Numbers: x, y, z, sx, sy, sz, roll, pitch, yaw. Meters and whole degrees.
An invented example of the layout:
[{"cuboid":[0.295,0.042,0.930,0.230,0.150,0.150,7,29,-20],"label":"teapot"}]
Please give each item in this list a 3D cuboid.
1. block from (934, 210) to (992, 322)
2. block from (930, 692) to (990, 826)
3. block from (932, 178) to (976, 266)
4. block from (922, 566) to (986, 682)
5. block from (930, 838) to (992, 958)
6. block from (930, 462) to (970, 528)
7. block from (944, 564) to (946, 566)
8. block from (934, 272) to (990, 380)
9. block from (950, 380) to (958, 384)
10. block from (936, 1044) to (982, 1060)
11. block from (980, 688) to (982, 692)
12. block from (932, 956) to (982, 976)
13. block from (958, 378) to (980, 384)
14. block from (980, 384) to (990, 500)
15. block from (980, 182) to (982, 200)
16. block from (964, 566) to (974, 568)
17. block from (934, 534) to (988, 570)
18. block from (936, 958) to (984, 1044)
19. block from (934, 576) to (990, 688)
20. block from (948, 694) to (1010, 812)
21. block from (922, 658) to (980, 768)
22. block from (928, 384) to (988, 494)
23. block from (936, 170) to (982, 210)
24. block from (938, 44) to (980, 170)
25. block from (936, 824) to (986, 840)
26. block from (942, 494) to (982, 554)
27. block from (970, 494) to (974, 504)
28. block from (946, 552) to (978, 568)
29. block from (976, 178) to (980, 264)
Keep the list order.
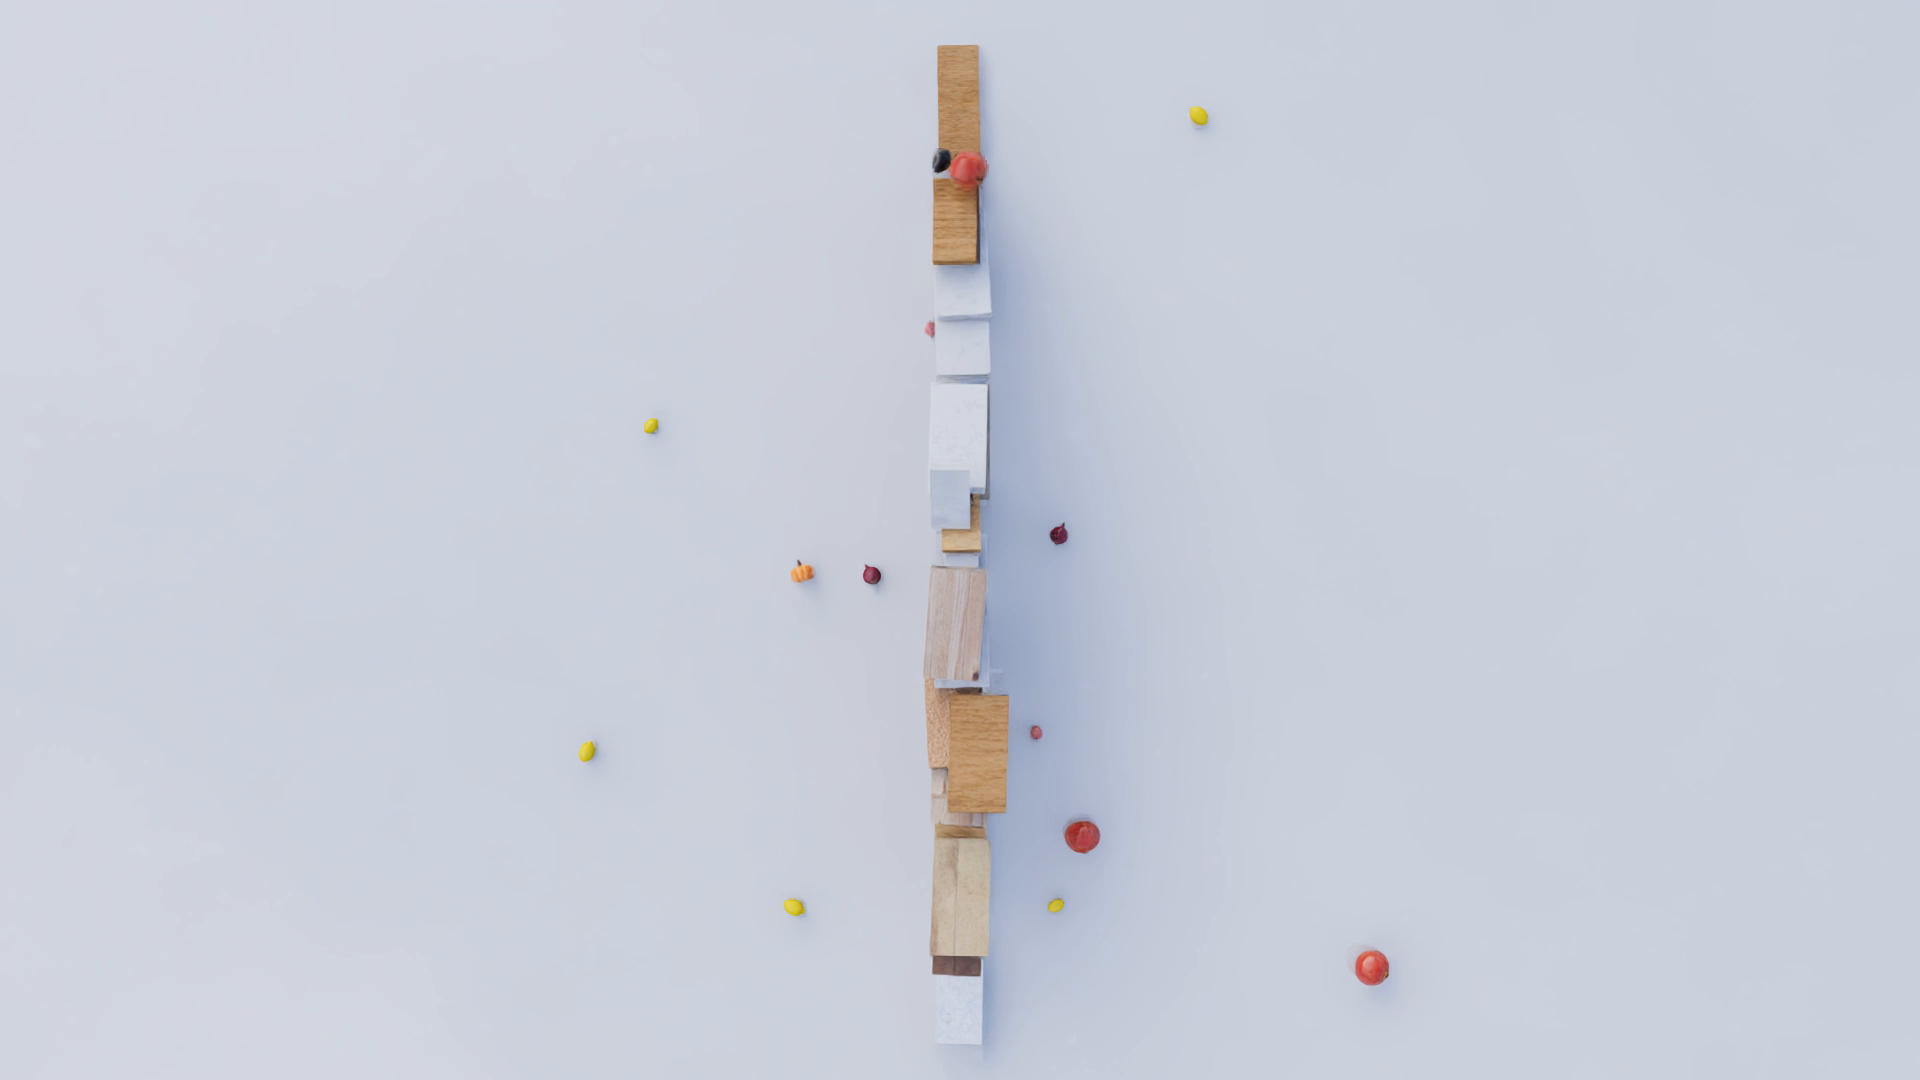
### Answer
[{"cuboid":[0.005,-0.877,5.277,0.172,0.049,0.344,-3,79,0],"label":"block"},{"cuboid":[0.001,0.682,5.150,0.178,0.050,0.410,1,87,0],"label":"block"},{"cuboid":[-0.017,-1.007,5.217,0.138,0.039,0.275,0,79,1],"label":"block"},{"cuboid":[-0.016,0.252,4.983,0.169,0.048,0.338,4,101,0],"label":"block"},{"cuboid":[0.002,1.108,5.112,0.178,0.050,0.355,2,72,0],"label":"block"},{"cuboid":[-0.029,-0.132,4.922,0.118,0.033,0.236,0,134,1],"label":"block"},{"cuboid":[0.003,0.123,5.063,0.101,0.029,0.234,2,83,0],"label":"block"},{"cuboid":[0.005,-0.728,5.298,0.172,0.049,0.421,-2,79,0],"label":"block"},{"cuboid":[-0.002,-0.508,5.434,0.066,0.132,0.019,0,90,0],"label":"block"},{"cuboid":[-0.001,1.383,5.478,0.153,0.043,0.673,0,90,0],"label":"block"},{"cuboid":[0.000,0.458,5.206,0.137,0.039,0.274,-1,90,0],"label":"block"},{"cuboid":[-0.005,1.218,5.198,0.153,0.043,0.306,2,97,0],"label":"block"},{"cuboid":[0.026,-0.547,5.300,0.066,0.019,0.132,-6,75,-1],"label":"block"},{"cuboid":[0.004,-0.304,5.118,0.178,0.050,0.356,0,90,0],"label":"block"},{"cuboid":[-0.002,-1.032,5.440,0.144,0.041,0.289,0,106,0],"label":"block"},{"cuboid":[-0.006,0.184,5.009,0.101,0.029,0.202,-2,101,1],"label":"block"},{"cuboid":[0.001,0.145,5.149,0.164,0.046,0.328,0,90,0],"label":"block"},{"cuboid":[-0.002,1.501,5.435,0.153,0.043,0.306,1,90,0],"label":"block"},{"cuboid":[0.003,0.285,5.081,0.169,0.048,0.338,-1,83,0],"label":"block"},{"cuboid":[0.057,0.652,5.051,0.178,0.050,0.355,2,86,0],"label":"block"},{"cuboid":[-0.022,0.529,5.108,0.169,0.048,0.338,-3,86,0],"label":"block"},{"cuboid":[-0.006,-0.309,5.006,0.172,0.049,0.344,2,68,0],"label":"block"},{"cuboid":[-0.004,-1.053,5.352,0.144,0.041,0.289,-1,104,0],"label":"block"},{"cuboid":[-0.003,-1.336,5.480,0.138,0.039,0.605,-1,90,0],"label":"block"},{"cuboid":[0.002,0.998,5.219,0.161,0.046,0.321,0,96,0],"label":"block"},{"cuboid":[0.003,-0.078,5.040,0.118,0.033,0.236,-1,72,0],"label":"block"},{"cuboid":[-0.015,-0.227,5.046,0.118,0.033,0.236,1,75,1],"label":"block"},{"cuboid":[0.008,-0.008,5.052,0.101,0.029,0.202,2,72,-1],"label":"block"},{"cuboid":[-0.006,-1.018,5.259,0.138,0.039,0.275,-1,79,1],"label":"block"}]
